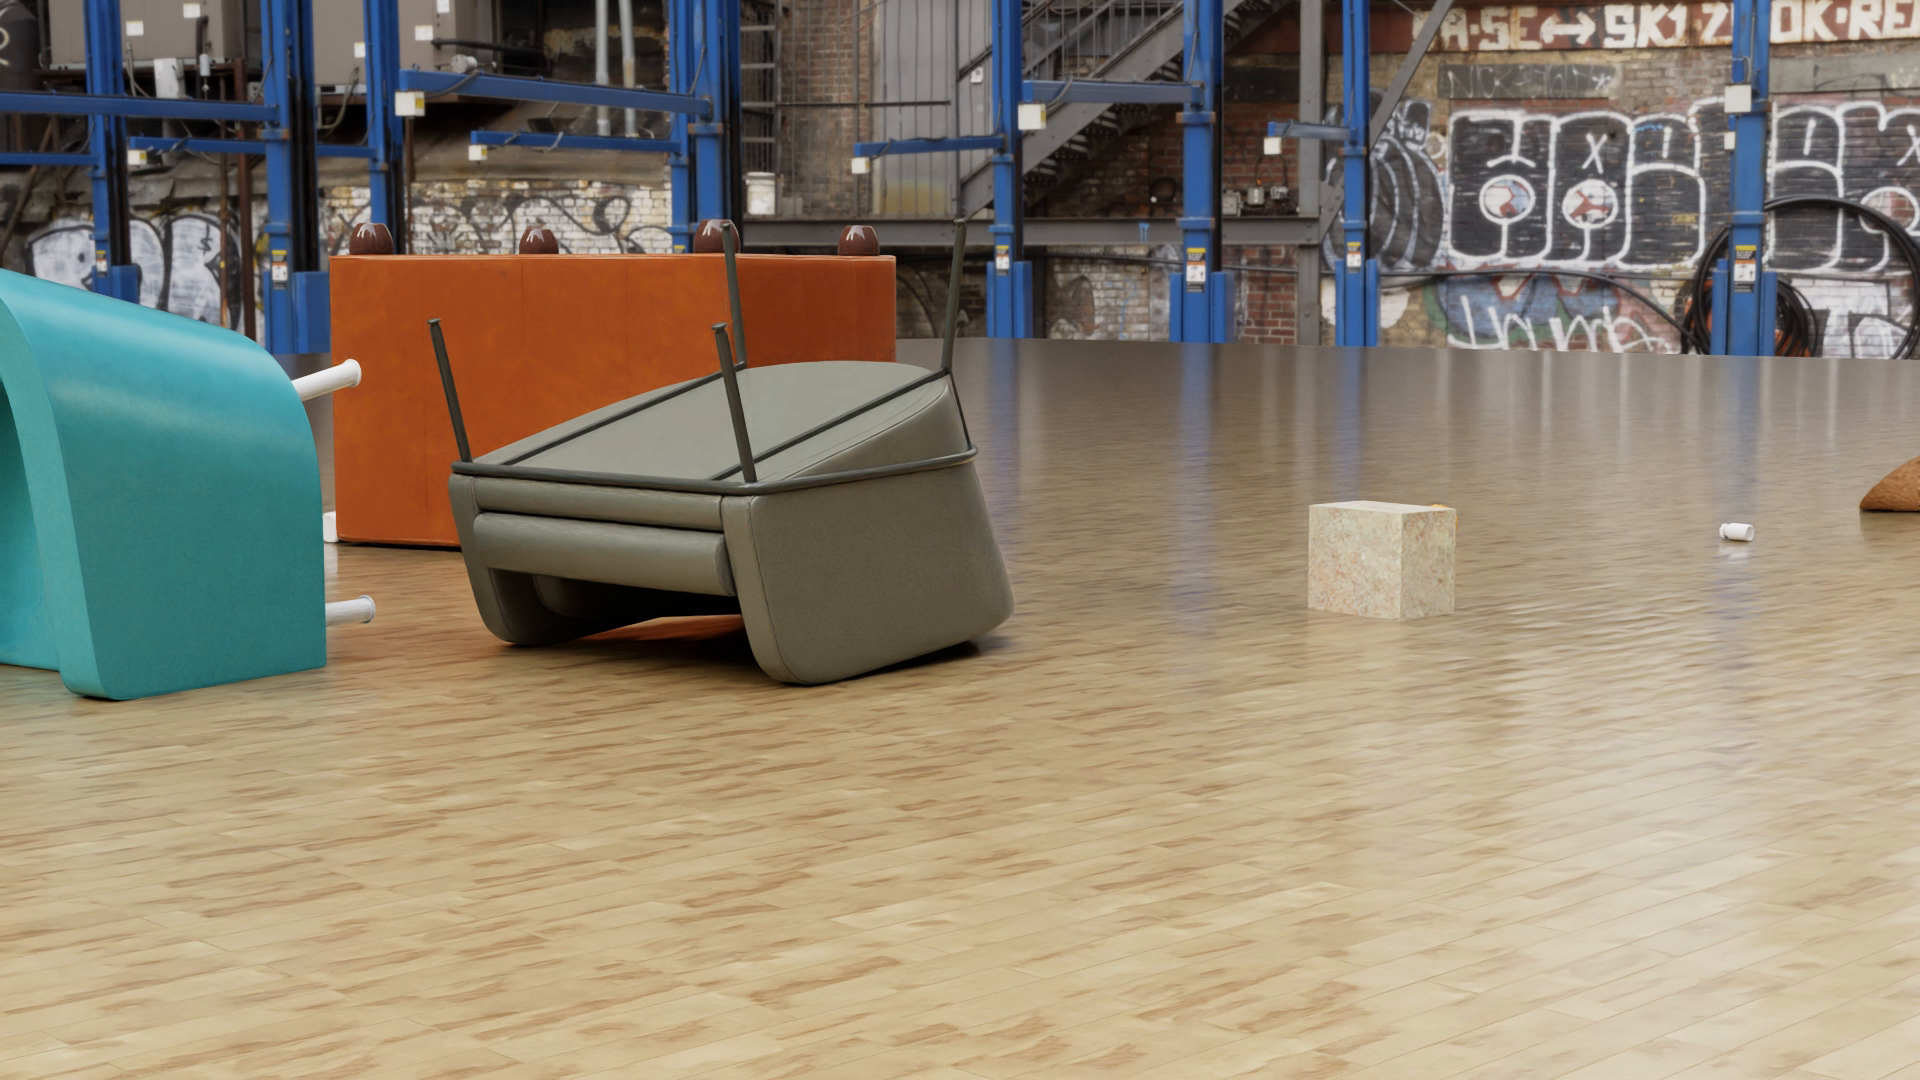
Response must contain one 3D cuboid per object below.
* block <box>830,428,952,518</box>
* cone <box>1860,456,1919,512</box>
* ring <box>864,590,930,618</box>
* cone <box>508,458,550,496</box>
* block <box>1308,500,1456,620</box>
[{"bbox_3d":[-0.188,-0.189,7.161,0.255,0.223,0.303,2,6,17],"label":"block"},{"bbox_3d":[2.673,-0.123,7.180,0.302,0.126,0.230,-21,-28,-28],"label":"cone"},{"bbox_3d":[-0.122,0.125,5.011,0.128,0.039,0.148,-2,7,-6],"label":"ring"},{"bbox_3d":[-1.267,-0.164,7.724,0.179,0.143,0.090,-4,-38,45],"label":"cone"},{"bbox_3d":[0.828,0.038,5.041,0.159,0.206,0.238,-5,8,-39],"label":"block"}]
